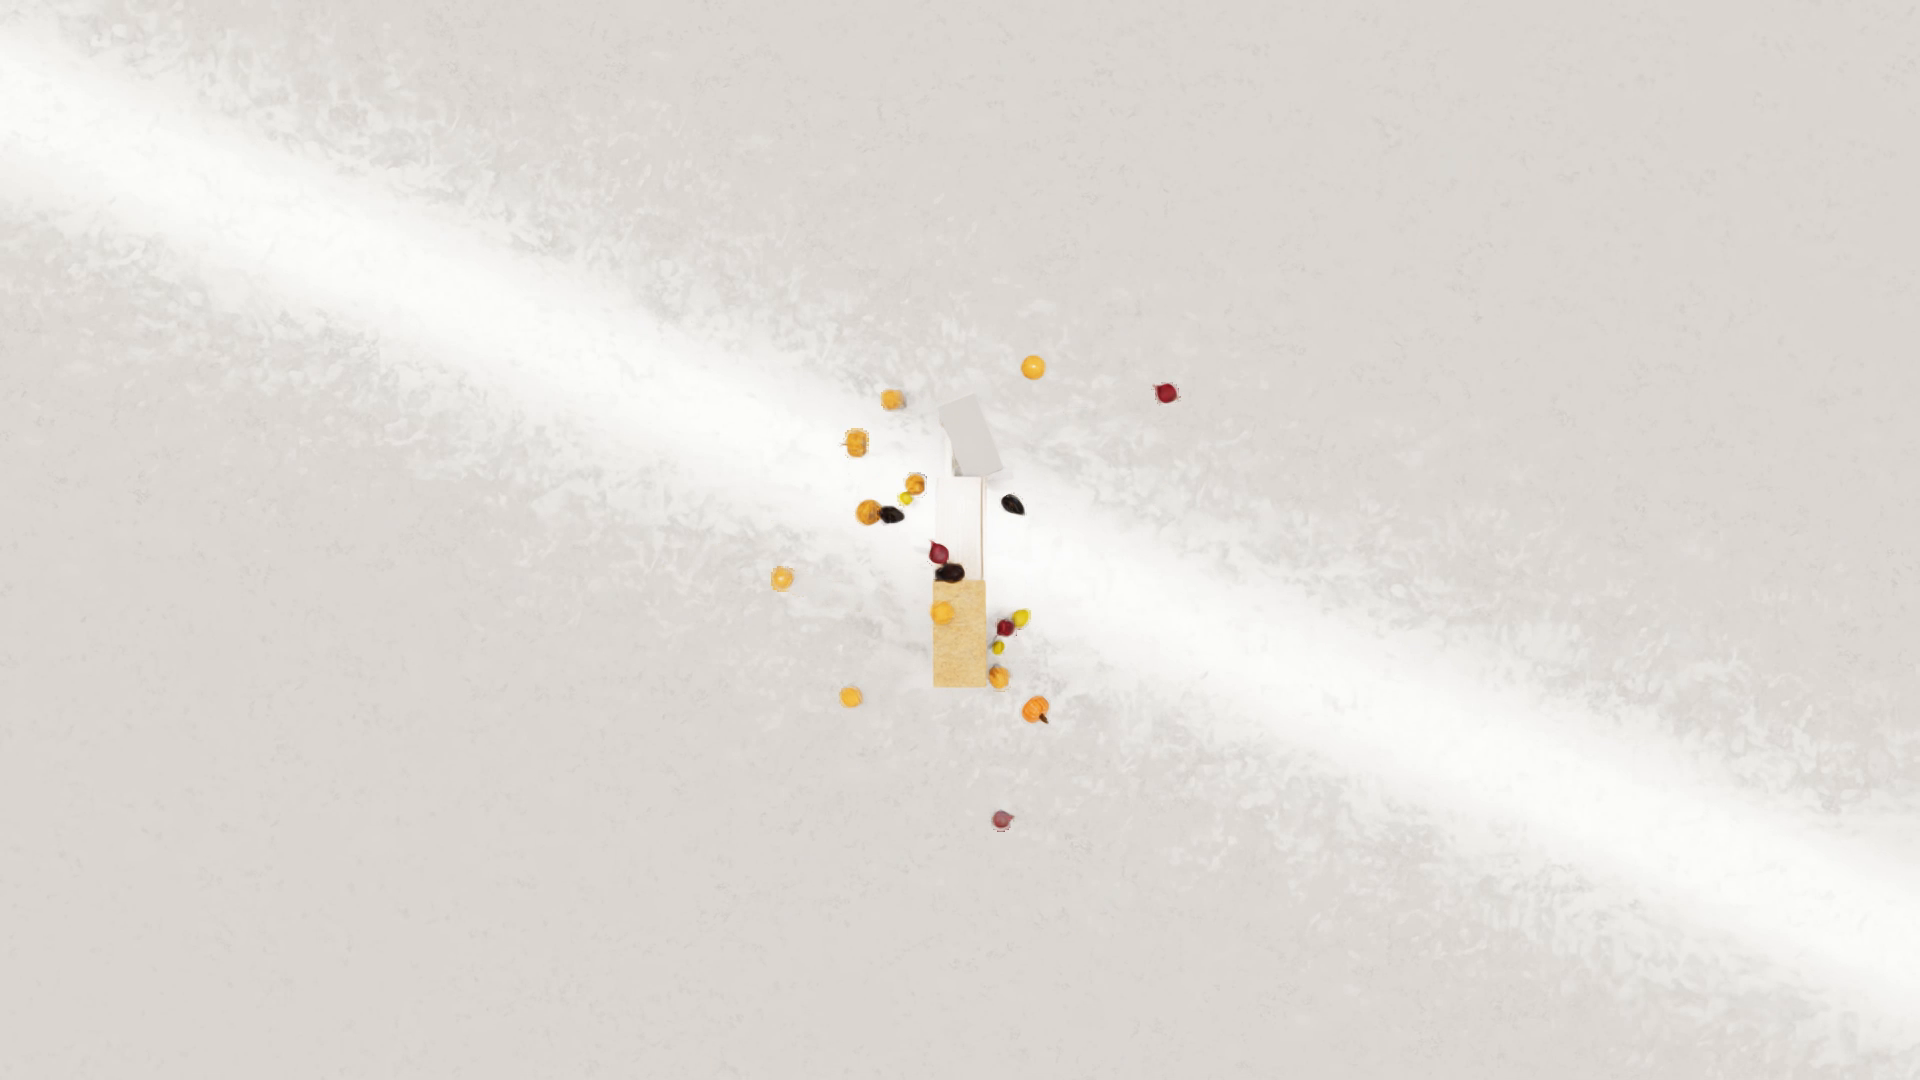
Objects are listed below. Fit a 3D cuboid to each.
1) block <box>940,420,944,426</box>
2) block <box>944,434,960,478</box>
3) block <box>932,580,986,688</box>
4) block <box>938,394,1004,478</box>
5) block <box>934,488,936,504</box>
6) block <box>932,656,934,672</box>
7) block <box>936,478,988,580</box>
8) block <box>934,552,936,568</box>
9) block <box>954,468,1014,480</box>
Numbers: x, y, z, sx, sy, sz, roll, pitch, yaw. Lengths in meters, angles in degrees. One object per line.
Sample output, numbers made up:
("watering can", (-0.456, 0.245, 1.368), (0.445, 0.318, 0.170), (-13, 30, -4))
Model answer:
("block", (-0.003, -0.379, 5.255), (0.122, 0.489, 0.035), (0, 94, 0))
("block", (0.004, -0.232, 5.269), (0.108, 0.030, 0.215), (0, 90, 0))
("block", (-0.001, 0.277, 4.870), (0.158, 0.045, 0.315), (0, 90, 0))
("block", (0.031, -0.307, 4.986), (0.122, 0.035, 0.244), (-21, 86, -2))
("block", (-0.002, -0.134, 5.080), (0.151, 0.349, 0.043), (0, 90, 0))
("block", (-0.003, 0.377, 5.196), (0.157, 0.607, 0.045), (0, 89, 0))
("block", (0.004, -0.034, 4.884), (0.151, 0.043, 0.302), (0, 90, 0))
("block", (0.001, 0.062, 5.058), (0.151, 0.302, 0.043), (-1, 89, 0))
("block", (0.075, -0.208, 5.131), (0.122, 0.244, 0.035), (-2, 94, -15))
